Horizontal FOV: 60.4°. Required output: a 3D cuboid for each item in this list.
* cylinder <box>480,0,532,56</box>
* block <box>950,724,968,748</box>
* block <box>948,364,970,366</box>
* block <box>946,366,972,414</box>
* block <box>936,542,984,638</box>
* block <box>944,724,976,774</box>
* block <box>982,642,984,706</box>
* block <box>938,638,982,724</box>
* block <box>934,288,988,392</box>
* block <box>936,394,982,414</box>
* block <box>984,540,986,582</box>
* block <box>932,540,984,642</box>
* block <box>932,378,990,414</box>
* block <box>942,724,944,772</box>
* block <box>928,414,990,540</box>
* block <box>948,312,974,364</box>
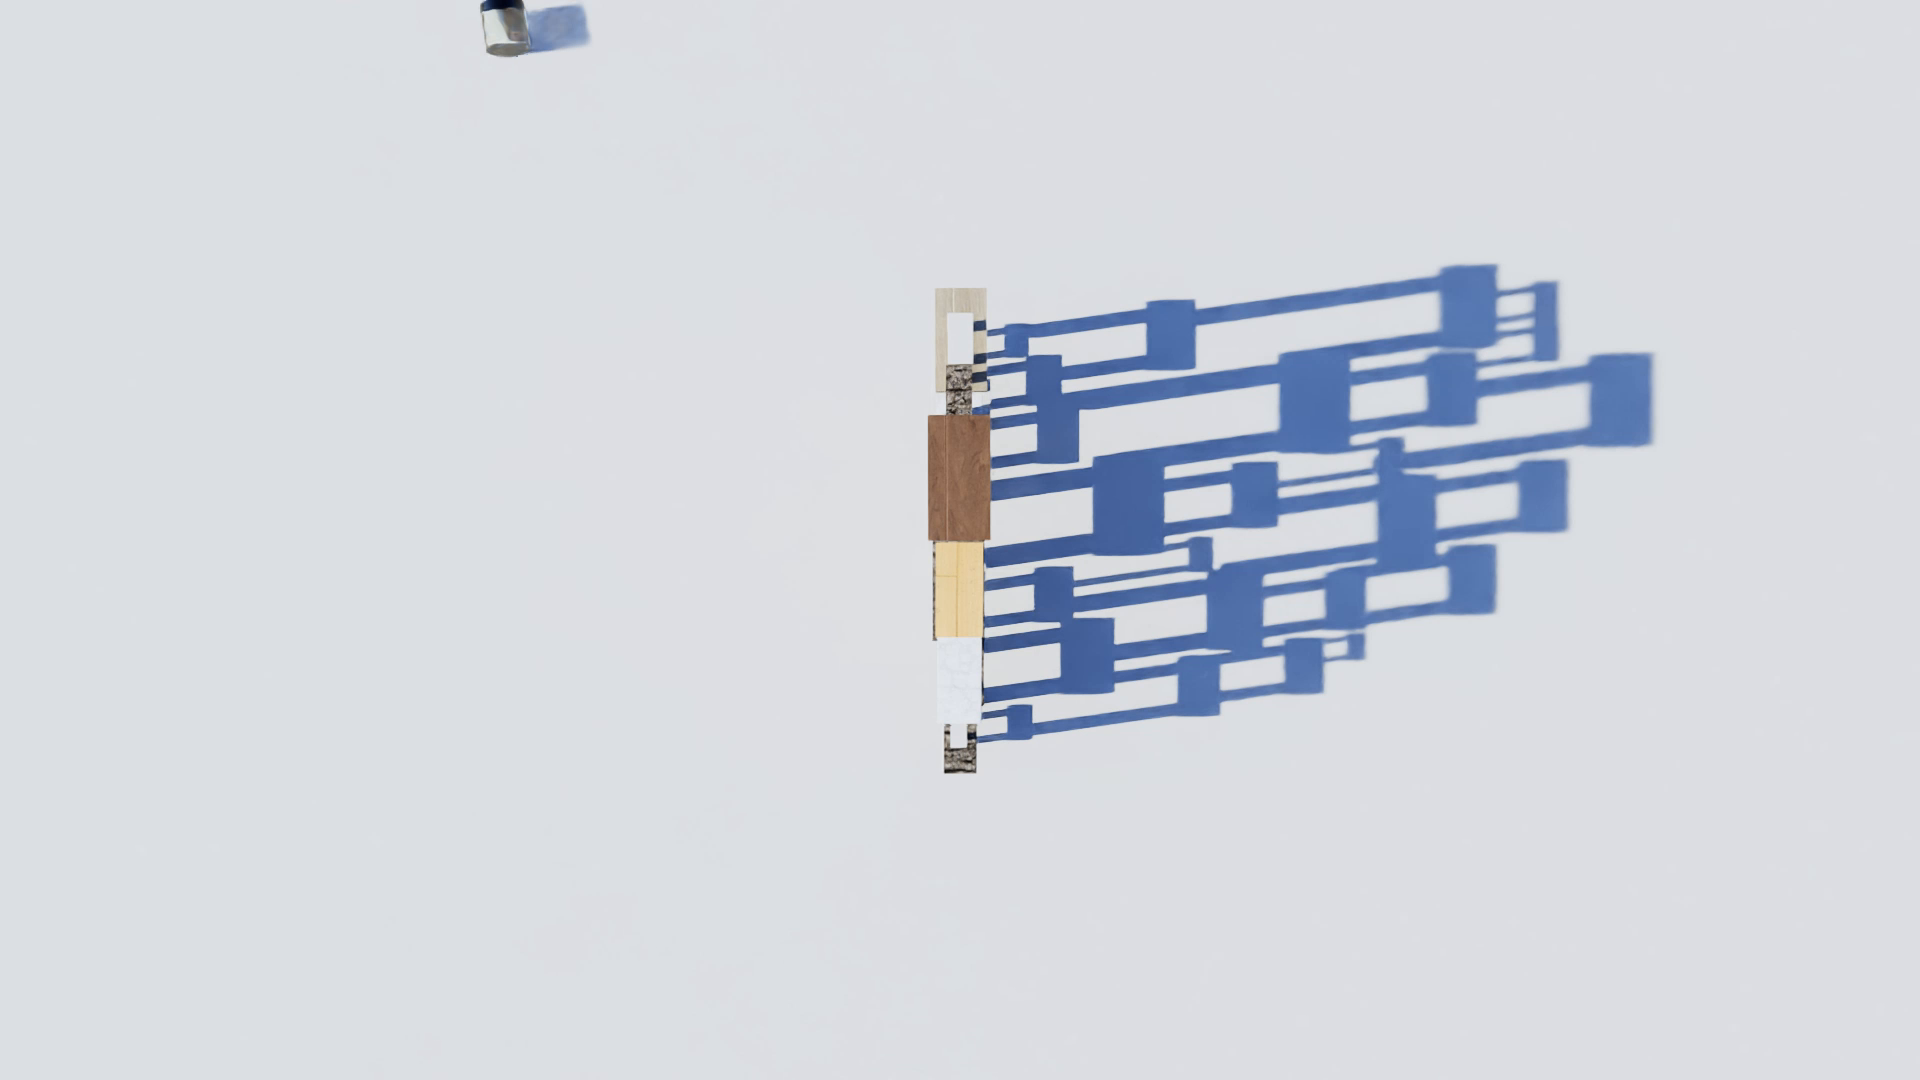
[{"bbox_3d":[-1.495,-1.686,5.425,0.145,0.145,0.145,-9,88,0],"label":"cylinder"},{"bbox_3d":[-0.004,0.540,4.663,0.046,0.013,0.093,-1,92,-2],"label":"block"},{"bbox_3d":[0.001,-0.478,4.354,0.066,0.132,0.019,0,90,0],"label":"block"},{"bbox_3d":[-0.003,-0.383,4.275,0.068,0.019,0.136,0,90,0],"label":"block"},{"bbox_3d":[-0.002,0.129,4.281,0.122,0.035,0.245,0,90,0],"label":"block"},{"bbox_3d":[0.001,0.581,4.780,0.095,0.027,0.189,0,91,0],"label":"block"},{"bbox_3d":[0.004,0.359,4.927,0.134,0.038,0.268,0,90,0],"label":"block"},{"bbox_3d":[-0.001,0.373,4.430,0.117,0.033,0.235,0,90,0],"label":"block"},{"bbox_3d":[0.002,-0.538,4.440,0.139,0.039,0.277,0,90,0],"label":"block"},{"bbox_3d":[-0.003,-0.270,4.471,0.124,0.035,0.248,0,90,0],"label":"block"},{"bbox_3d":[-0.004,-0.037,5.144,0.166,0.047,0.332,0,90,0],"label":"block"},{"bbox_3d":[-0.005,0.135,4.564,0.143,0.041,0.286,0,90,0],"label":"block"},{"bbox_3d":[0.003,-0.295,4.760,0.168,0.048,0.337,0,90,0],"label":"block"},{"bbox_3d":[-0.003,0.598,4.998,0.101,0.029,0.202,0,90,0],"label":"block"},{"bbox_3d":[-0.002,-0.155,4.119,0.156,0.044,0.312,0,90,0],"label":"block"},{"bbox_3d":[0.001,-0.522,4.278,0.066,0.019,0.132,0,90,0],"label":"block"}]
